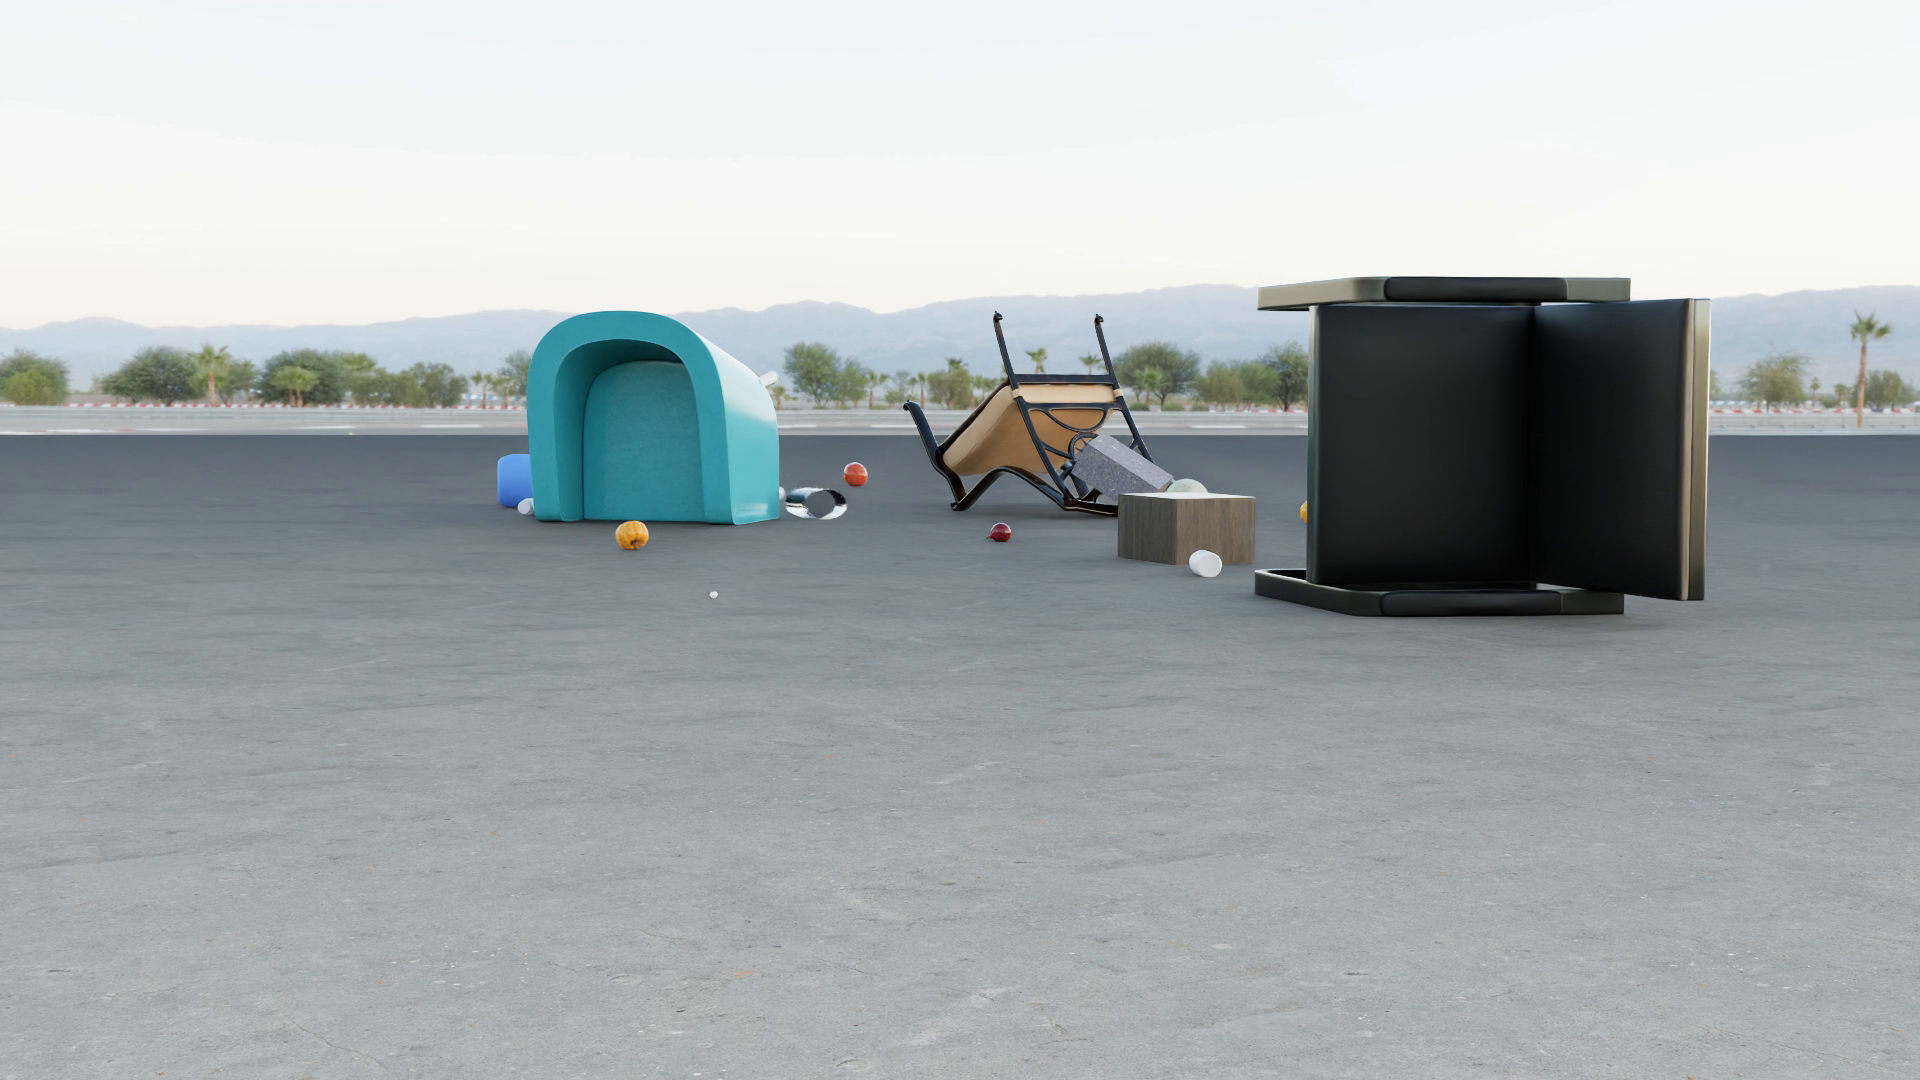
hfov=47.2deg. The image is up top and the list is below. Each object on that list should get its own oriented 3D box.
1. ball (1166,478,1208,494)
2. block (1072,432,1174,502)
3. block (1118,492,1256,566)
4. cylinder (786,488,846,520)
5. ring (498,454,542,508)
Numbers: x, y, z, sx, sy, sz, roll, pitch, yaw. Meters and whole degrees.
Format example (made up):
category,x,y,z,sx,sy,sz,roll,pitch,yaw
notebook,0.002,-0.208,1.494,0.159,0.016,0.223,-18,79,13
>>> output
category,x,y,z,sx,sy,sz,roll,pitch,yaw
ball,0.749,-0.126,7.270,0.153,0.153,0.153,0,4,0
block,0.571,-0.230,7.729,0.295,0.125,0.198,34,23,10
block,0.593,-0.033,5.787,0.238,0.169,0.301,-2,4,-25
cylinder,-0.499,-0.126,7.628,0.187,0.103,0.108,2,1,-43
ring,-1.665,-0.221,8.318,0.161,0.221,0.198,0,44,-10
